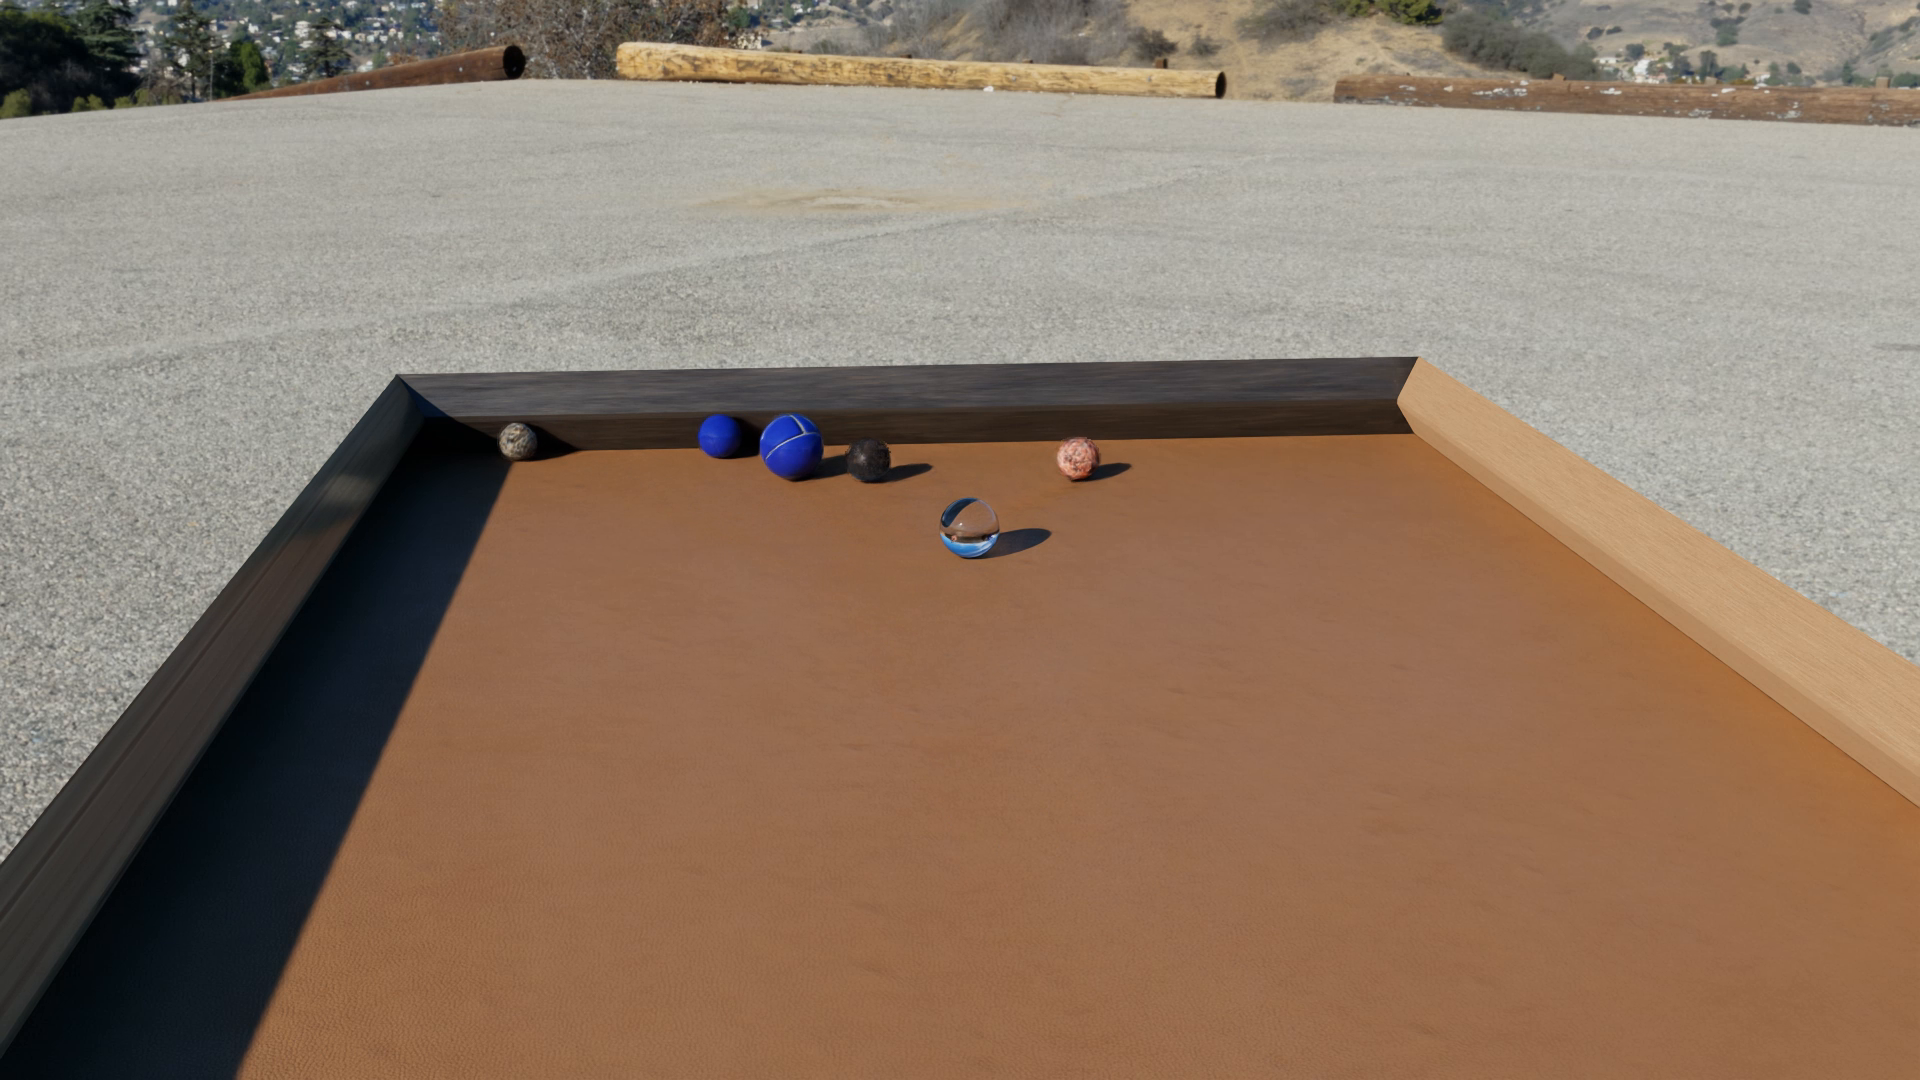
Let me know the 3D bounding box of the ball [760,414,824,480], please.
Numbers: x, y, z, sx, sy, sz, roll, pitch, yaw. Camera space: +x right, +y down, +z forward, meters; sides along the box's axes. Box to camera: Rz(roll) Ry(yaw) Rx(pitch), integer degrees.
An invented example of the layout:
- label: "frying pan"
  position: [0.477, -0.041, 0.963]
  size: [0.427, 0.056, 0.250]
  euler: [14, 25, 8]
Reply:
- label: "ball"
  position: [-0.238, -0.132, 3.112]
  size: [0.092, 0.092, 0.092]
  euler: [0, 15, 0]

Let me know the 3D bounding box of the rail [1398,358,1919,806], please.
- label: "rail"
  position: [0.809, 0.131, 2.092]
  size: [0.045, 0.119, 2.708]
  euler: [-1, 15, -5]

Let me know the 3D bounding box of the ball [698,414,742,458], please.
- label: "ball"
  position: [-0.353, -0.153, 3.240]
  size: [0.065, 0.065, 0.065]
  euler: [0, 15, 0]

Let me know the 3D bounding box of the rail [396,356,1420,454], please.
- label: "rail"
  position: [-0.060, -0.199, 3.303]
  size: [1.546, 0.119, 0.045]
  euler: [-1, 15, -5]

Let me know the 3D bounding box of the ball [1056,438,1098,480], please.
- label: "ball"
  position: [0.167, -0.114, 3.109]
  size: [0.059, 0.059, 0.059]
  euler: [0, 15, 0]

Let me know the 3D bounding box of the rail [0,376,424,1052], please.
- label: "rail"
  position: [-0.683, 0.168, 1.959]
  size: [0.045, 0.119, 2.708]
  euler: [-1, 15, -5]

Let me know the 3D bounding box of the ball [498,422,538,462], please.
- label: "ball"
  position: [-0.647, -0.144, 3.224]
  size: [0.057, 0.057, 0.057]
  euler: [0, 15, 0]

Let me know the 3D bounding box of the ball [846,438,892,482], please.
- label: "ball"
  position: [-0.128, -0.112, 3.097]
  size: [0.062, 0.062, 0.062]
  euler: [0, 15, 0]

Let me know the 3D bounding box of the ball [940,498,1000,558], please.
- label: "ball"
  position: [0.012, -0.015, 2.718]
  size: [0.075, 0.075, 0.075]
  euler: [0, 15, 0]
